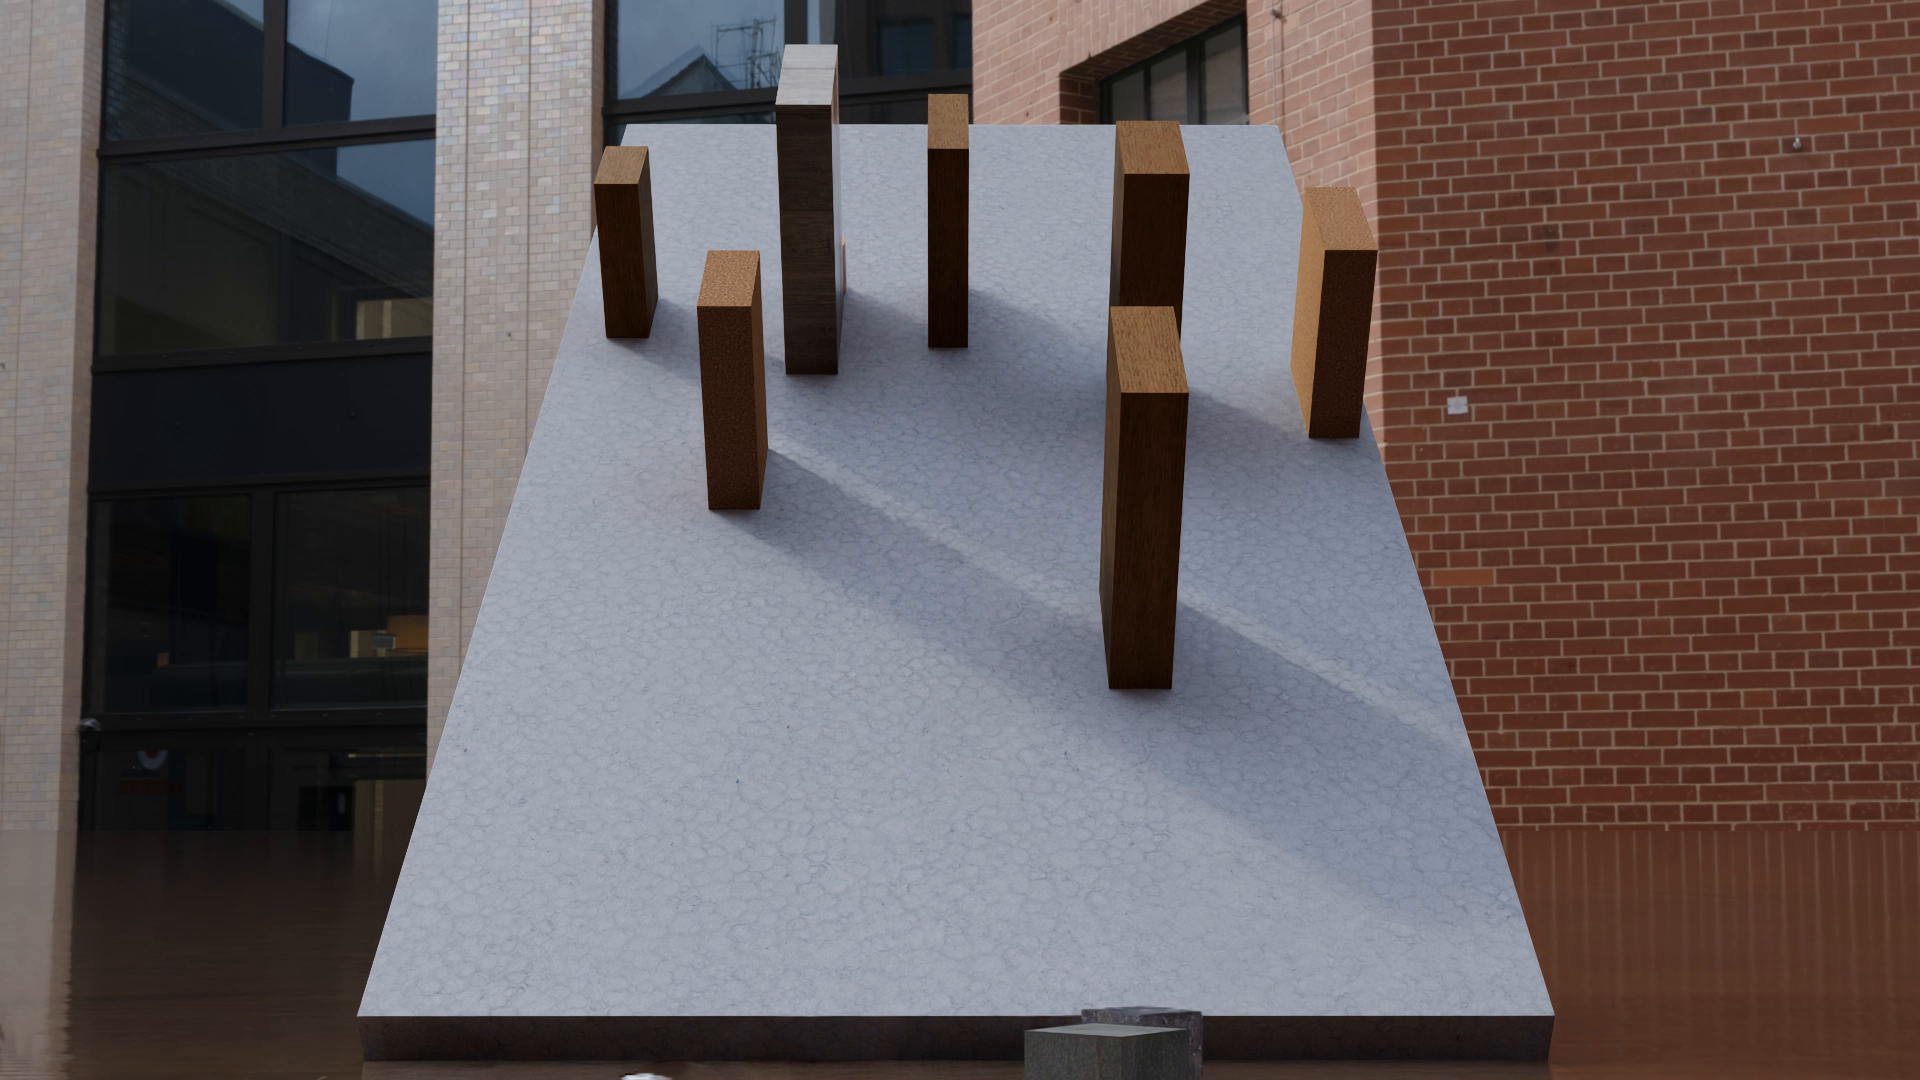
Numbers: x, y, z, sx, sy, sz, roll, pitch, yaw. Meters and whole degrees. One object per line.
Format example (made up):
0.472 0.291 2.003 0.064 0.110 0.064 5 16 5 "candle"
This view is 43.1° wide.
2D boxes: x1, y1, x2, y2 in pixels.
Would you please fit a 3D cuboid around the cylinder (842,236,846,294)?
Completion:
-0.374 -0.723 6.425 0.146 0.146 0.146 0 31 0 "cylinder"

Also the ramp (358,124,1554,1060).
-0.014 -0.199 5.799 2.000 0.100 4.000 0 31 0 "ramp"

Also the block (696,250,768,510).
-0.508 -0.360 5.476 0.116 0.506 0.288 0 31 0 "block"

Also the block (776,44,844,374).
-0.369 -0.820 6.043 0.130 0.708 0.408 0 31 0 "block"

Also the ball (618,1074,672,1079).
-0.319 0.613 2.454 0.146 0.146 0.146 0 -7 0 "ball"

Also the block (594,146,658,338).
-0.850 -0.761 6.216 0.109 0.424 0.245 0 31 0 "block"

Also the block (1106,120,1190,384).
0.437 -0.609 5.731 0.146 0.676 0.317 0 31 0 "block"

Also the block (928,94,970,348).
-0.030 -0.814 6.200 0.101 0.538 0.367 0 31 0 "block"

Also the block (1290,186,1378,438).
0.888 -0.545 5.811 0.120 0.486 0.363 0 31 0 "block"

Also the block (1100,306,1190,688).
0.362 -0.084 4.868 0.126 0.670 0.369 0 31 0 "block"

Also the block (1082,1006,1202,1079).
0.266 0.753 3.567 0.125 0.125 0.125 5 -8 -35 "block"

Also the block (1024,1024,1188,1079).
0.181 0.676 2.995 0.145 0.145 0.145 -5 -9 38 "block"
